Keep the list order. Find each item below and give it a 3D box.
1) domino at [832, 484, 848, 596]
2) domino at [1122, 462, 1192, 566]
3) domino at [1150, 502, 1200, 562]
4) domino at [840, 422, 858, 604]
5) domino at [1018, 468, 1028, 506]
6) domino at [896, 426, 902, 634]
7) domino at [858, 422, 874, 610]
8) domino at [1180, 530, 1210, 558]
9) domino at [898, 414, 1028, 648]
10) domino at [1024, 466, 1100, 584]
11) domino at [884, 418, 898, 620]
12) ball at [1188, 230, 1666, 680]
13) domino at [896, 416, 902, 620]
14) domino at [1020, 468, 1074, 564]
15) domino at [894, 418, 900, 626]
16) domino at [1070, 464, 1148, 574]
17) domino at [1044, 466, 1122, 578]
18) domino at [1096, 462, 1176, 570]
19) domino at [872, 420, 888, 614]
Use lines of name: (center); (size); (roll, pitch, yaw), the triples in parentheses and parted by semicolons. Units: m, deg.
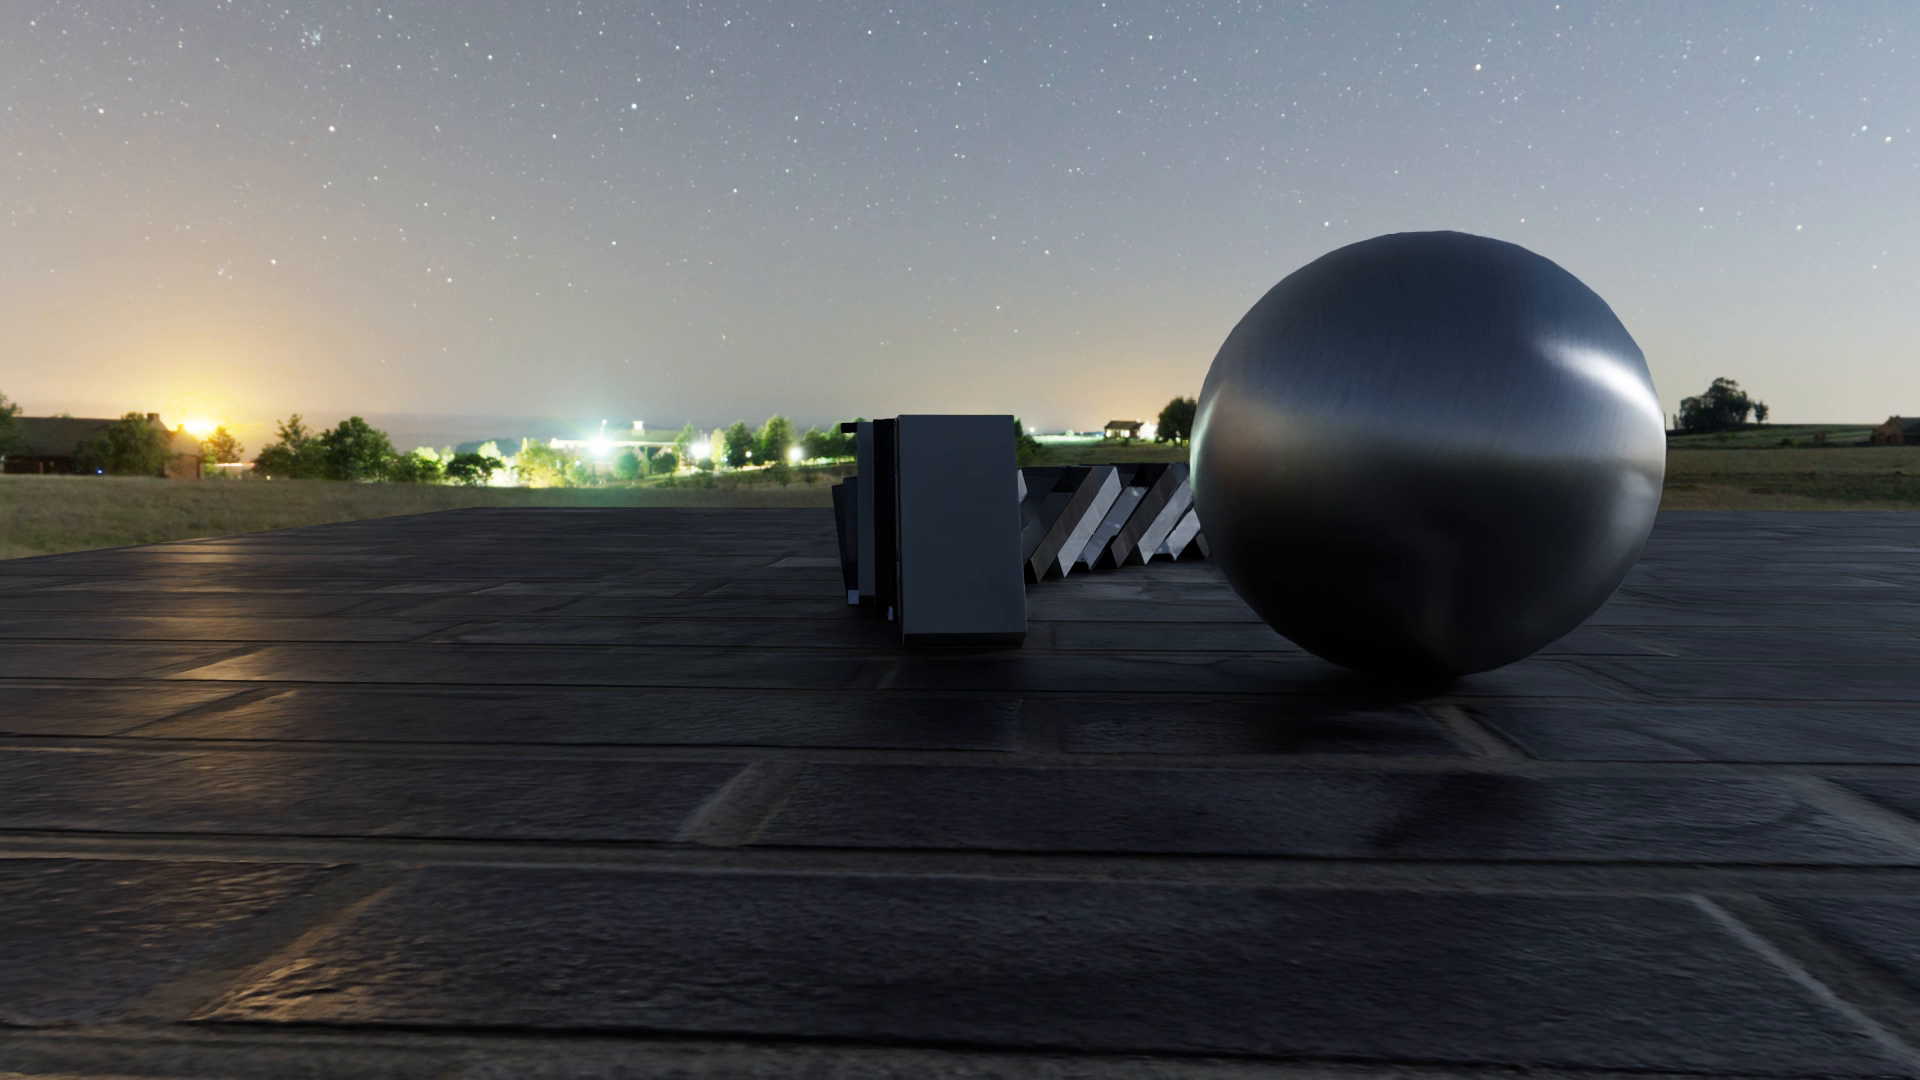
domino: (-0.023, -0.002, 0.372); (0.025, 0.010, 0.050); (-10, 31, -4)
domino: (0.067, -0.010, 0.470); (0.025, 0.010, 0.050); (3, 39, 40)
domino: (0.081, -0.012, 0.482); (0.025, 0.010, 0.050); (3, 39, 45)
domino: (-0.019, -0.008, 0.348); (0.025, 0.050, 0.010); (-2, -25, -5)
domino: (-0.001, -0.004, 0.385); (0.025, 0.009, 0.050); (1, 36, 29)
domino: (-0.001, -0.004, 0.295); (0.025, 0.050, 0.010); (0, -23, -5)
domino: (-0.014, -0.007, 0.338); (0.025, 0.050, 0.010); (0, -25, -5)
domino: (0.096, -0.012, 0.493); (0.050, 0.009, 0.025); (-43, 27, -29)
domino: (0.000, -0.002, 0.274); (0.025, 0.050, 0.010); (0, -23, -5)
domino: (0.023, -0.006, 0.413); (0.025, 0.010, 0.050); (3, 37, 32)
domino: (-0.006, -0.006, 0.316); (0.025, 0.050, 0.009); (0, -23, -5)
ball: (0.082, -0.015, 0.232); (0.080, 0.080, 0.080); (0, 4, 0)
domino: (-0.001, -0.003, 0.284); (0.025, 0.050, 0.010); (0, -23, -5)
domino: (0.014, -0.005, 0.398); (0.025, 0.010, 0.050); (3, 37, 32)
domino: (-0.003, -0.005, 0.306); (0.025, 0.050, 0.010); (0, -23, -5)
domino: (0.043, -0.008, 0.443); (0.025, 0.010, 0.050); (3, 38, 35)
domino: (0.032, -0.007, 0.428); (0.025, 0.009, 0.050); (3, 38, 32)
domino: (0.055, -0.009, 0.457); (0.025, 0.010, 0.050); (3, 39, 37)
domino: (-0.009, -0.006, 0.327); (0.025, 0.050, 0.009); (0, -23, -5)
